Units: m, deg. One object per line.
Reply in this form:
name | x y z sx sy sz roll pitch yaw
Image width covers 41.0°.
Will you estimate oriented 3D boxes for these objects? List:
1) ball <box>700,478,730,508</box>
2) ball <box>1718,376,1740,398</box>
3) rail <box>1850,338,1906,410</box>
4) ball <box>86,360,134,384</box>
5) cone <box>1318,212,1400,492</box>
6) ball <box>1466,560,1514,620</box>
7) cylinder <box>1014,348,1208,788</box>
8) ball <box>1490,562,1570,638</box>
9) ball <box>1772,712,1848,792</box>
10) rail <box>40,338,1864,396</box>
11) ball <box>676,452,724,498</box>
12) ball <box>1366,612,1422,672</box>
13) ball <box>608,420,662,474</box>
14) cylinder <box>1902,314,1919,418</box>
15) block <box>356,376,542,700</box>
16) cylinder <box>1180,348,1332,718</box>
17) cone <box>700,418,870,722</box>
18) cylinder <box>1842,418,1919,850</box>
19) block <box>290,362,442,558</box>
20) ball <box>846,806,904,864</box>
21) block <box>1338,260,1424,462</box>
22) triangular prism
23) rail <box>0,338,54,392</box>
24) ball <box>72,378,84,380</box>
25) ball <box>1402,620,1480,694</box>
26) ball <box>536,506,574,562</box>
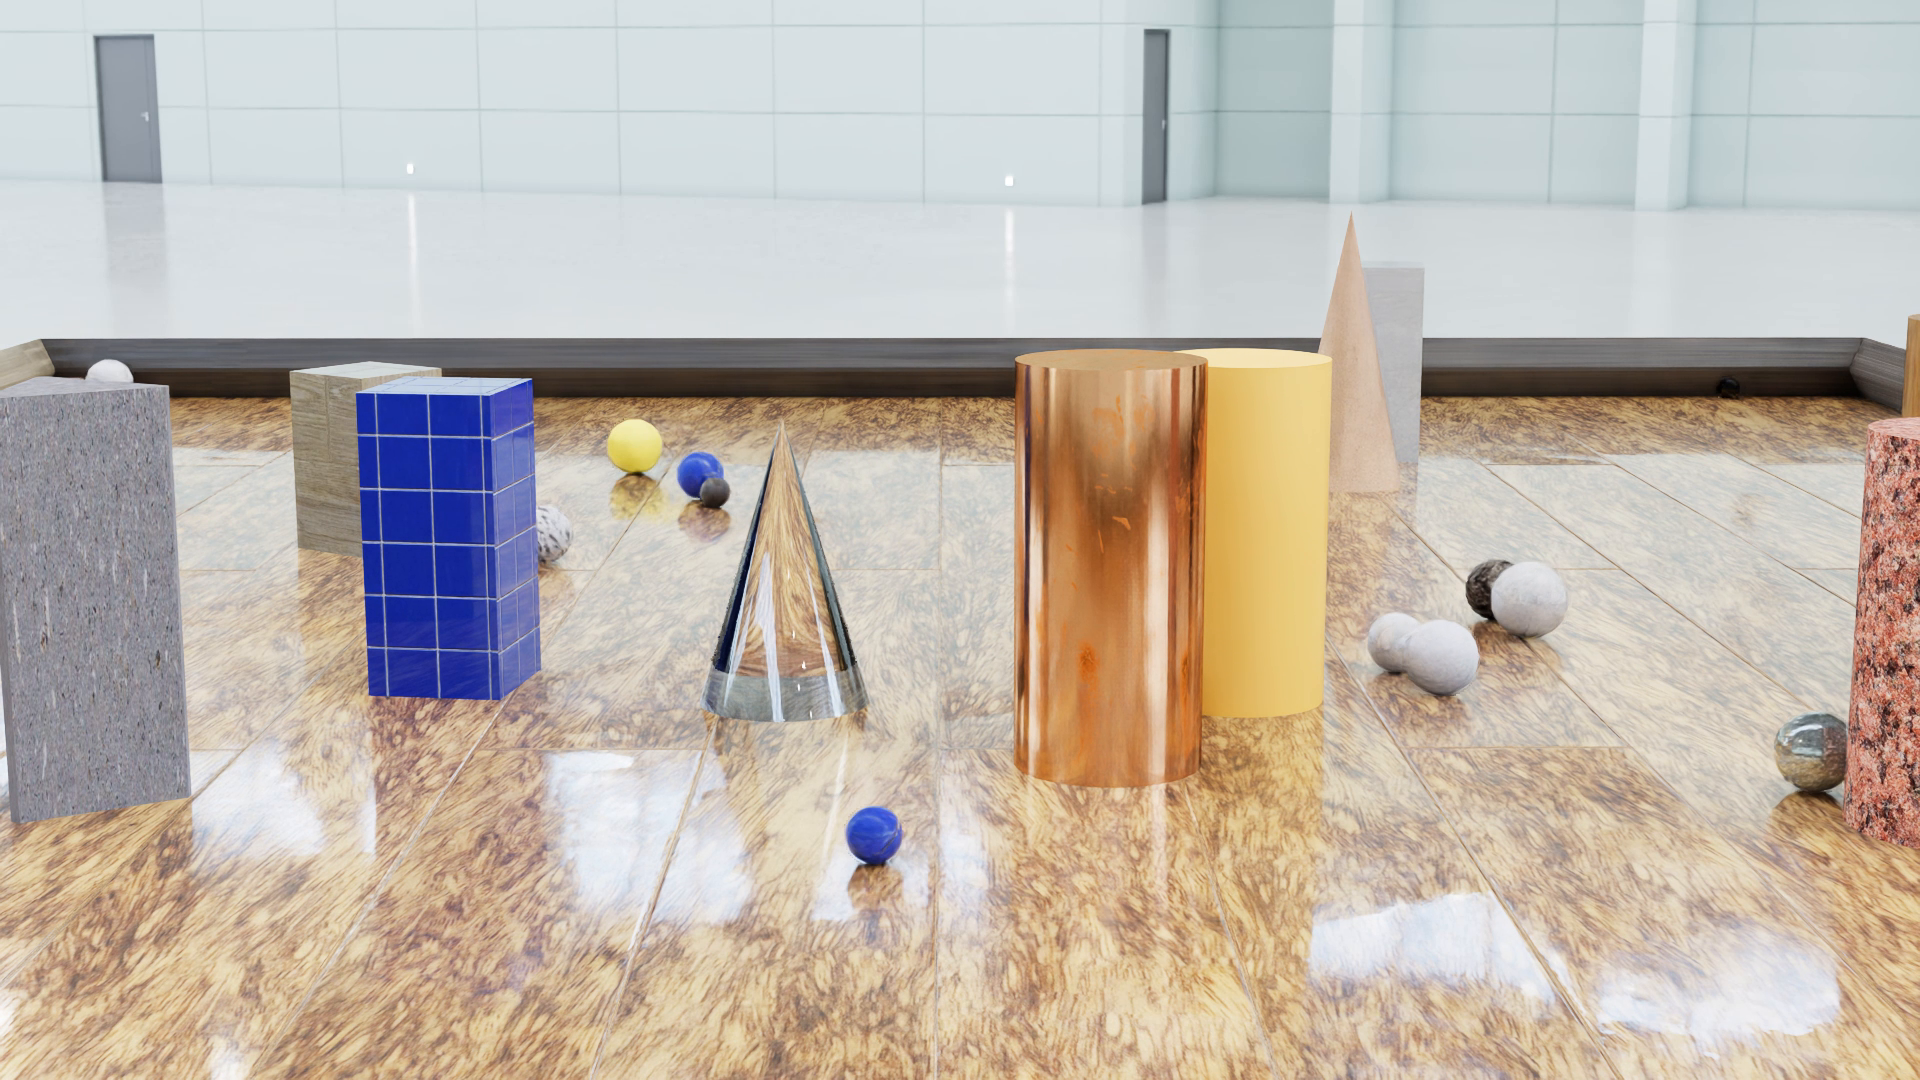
ball | -0.408 -0.080 4.279 0.051 0.051 0.051 0 10 0
ball | 1.702 -0.337 5.678 0.049 0.049 0.049 0 10 0
rail | 2.004 0.031 3.460 0.045 0.129 4.598 0 10 0
ball | -1.844 -0.342 5.565 0.099 0.099 0.099 0 10 0
cone | 0.678 -0.336 4.488 0.199 0.480 0.199 0 10 0
ball | 0.713 0.066 3.409 0.081 0.081 0.081 0 10 0
cylinder | 0.156 0.025 2.679 0.199 0.428 0.199 0 10 0
ball | 0.733 0.077 3.300 0.099 0.099 0.099 0 10 0
ball | 0.868 0.215 2.604 0.081 0.081 0.081 0 10 0
rail | -0.013 -0.381 5.686 4.055 0.129 0.045 0 10 0
ball | -0.441 -0.110 4.364 0.081 0.081 0.081 0 10 0
ball | 0.531 0.124 3.119 0.073 0.073 0.073 0 10 0
ball | -0.587 -0.169 4.631 0.099 0.099 0.099 0 10 0
cylinder | 1.413 -0.117 3.573 0.199 0.382 0.199 0 10 0
block | -0.602 -0.005 3.038 0.159 0.357 0.159 2 11 8
cylinder | 0.324 -0.012 2.964 0.199 0.397 0.199 0 10 0
cone | -0.203 0.023 2.951 0.199 0.333 0.199 0 10 0
cylinder | 0.963 0.087 2.459 0.199 0.386 0.199 0 10 0
block | -0.902 -0.125 3.919 0.159 0.271 0.159 7 13 34
ball | -0.079 0.272 2.371 0.053 0.053 0.053 0 10 0
block | 0.786 -0.338 4.826 0.159 0.360 0.159 2 11 8
triangular prism | -0.889 0.051 2.569 0.172 0.416 0.149 -7 12 -32
rail | -2.004 0.035 3.437 0.045 0.129 4.598 0 10 0
ball | -1.944 -0.334 5.656 0.050 0.050 0.050 0 10 0
ball | 0.563 0.137 3.005 0.088 0.088 0.088 0 10 0
ball | -0.616 -0.009 3.802 0.085 0.085 0.085 0 10 0
